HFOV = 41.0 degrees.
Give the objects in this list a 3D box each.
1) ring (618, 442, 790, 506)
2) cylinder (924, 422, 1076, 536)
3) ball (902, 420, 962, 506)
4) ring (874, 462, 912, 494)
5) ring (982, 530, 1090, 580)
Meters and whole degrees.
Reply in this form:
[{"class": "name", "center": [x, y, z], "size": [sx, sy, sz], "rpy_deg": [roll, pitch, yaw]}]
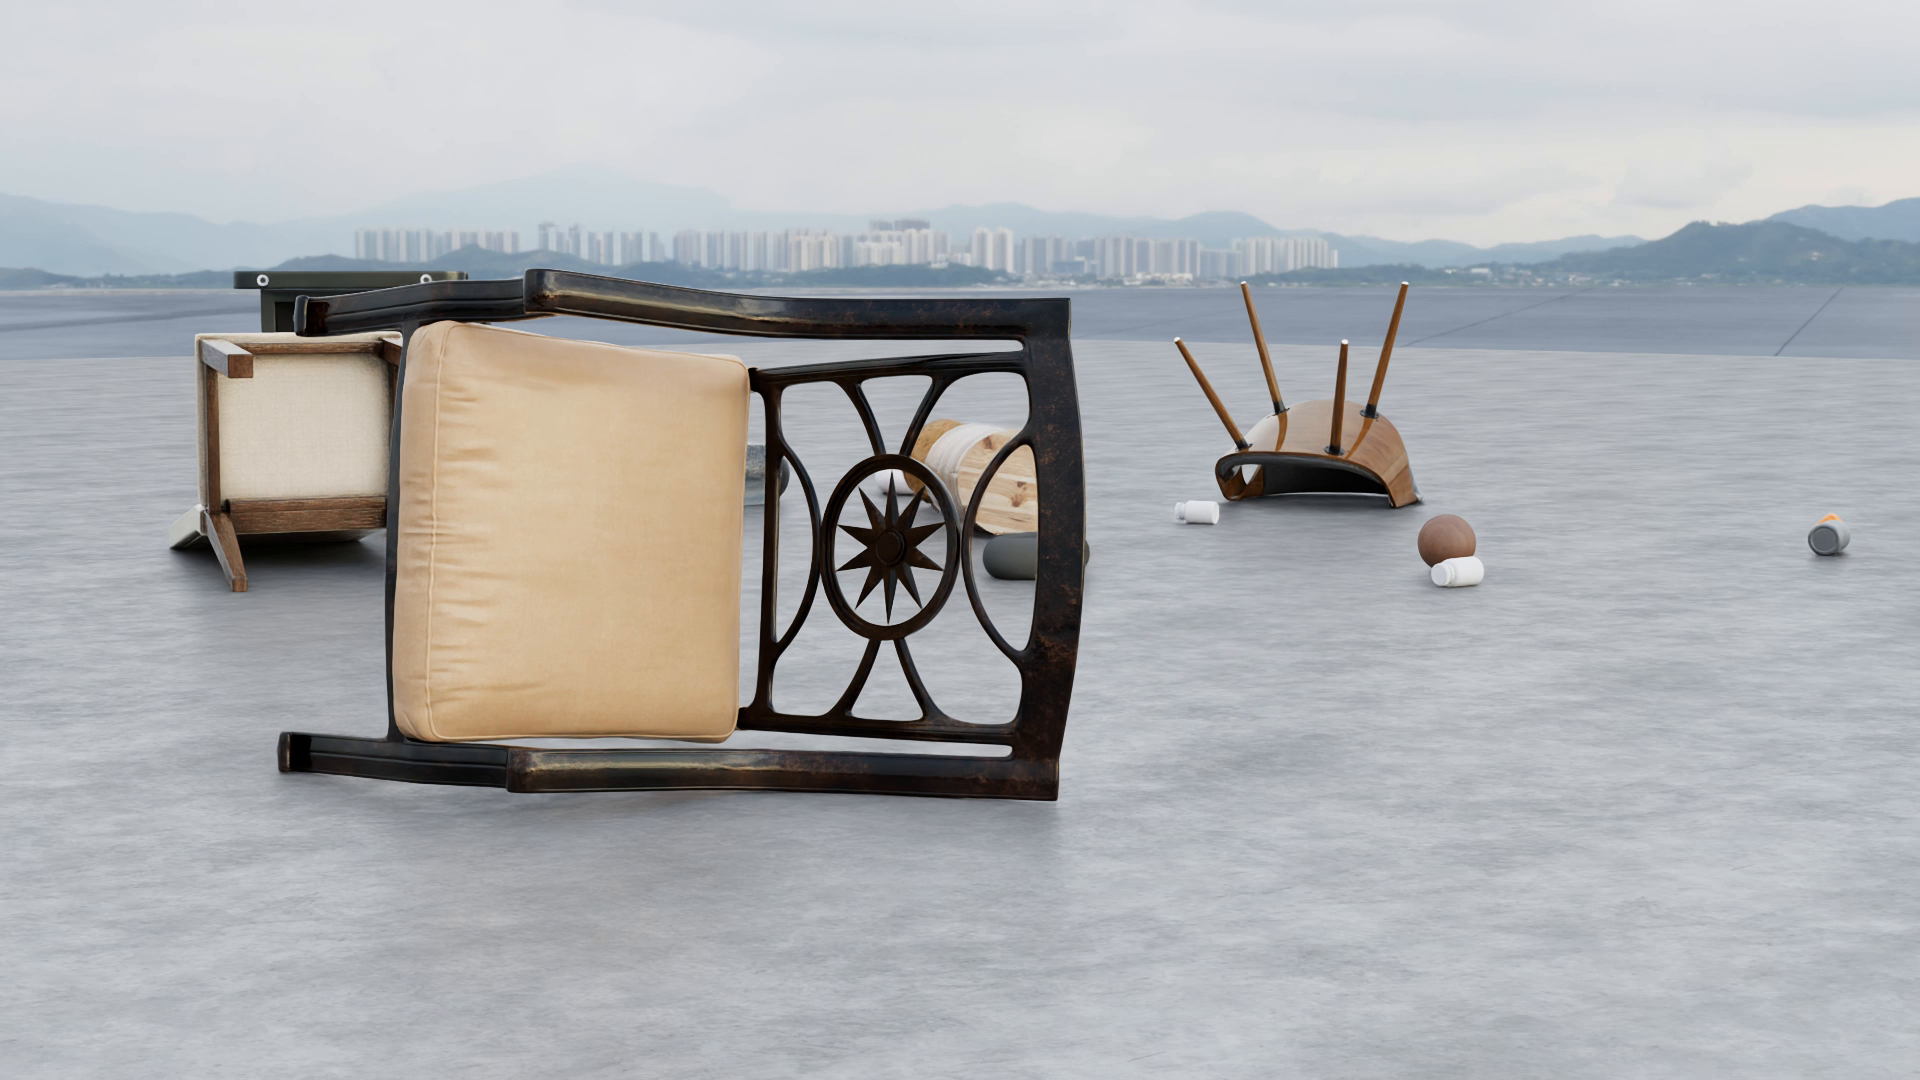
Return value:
[{"class": "ring", "center": [-0.739, -0.191, 7.424], "size": [0.499, 0.176, 0.243], "rpy_deg": [-1, 4, -13]}, {"class": "cylinder", "center": [0.098, -0.155, 6.579], "size": [0.314, 0.273, 0.312], "rpy_deg": [10, 3, -17]}, {"class": "ball", "center": [-0.043, -0.219, 7.321], "size": [0.249, 0.249, 0.249], "rpy_deg": [0, 6, 0]}, {"class": "ring", "center": [-0.121, -0.188, 7.810], "size": [0.257, 0.089, 0.297], "rpy_deg": [4, 6, 44]}, {"class": "ring", "center": [0.169, 0.033, 5.650], "size": [0.266, 0.092, 0.187], "rpy_deg": [-6, 7, -38]}]
